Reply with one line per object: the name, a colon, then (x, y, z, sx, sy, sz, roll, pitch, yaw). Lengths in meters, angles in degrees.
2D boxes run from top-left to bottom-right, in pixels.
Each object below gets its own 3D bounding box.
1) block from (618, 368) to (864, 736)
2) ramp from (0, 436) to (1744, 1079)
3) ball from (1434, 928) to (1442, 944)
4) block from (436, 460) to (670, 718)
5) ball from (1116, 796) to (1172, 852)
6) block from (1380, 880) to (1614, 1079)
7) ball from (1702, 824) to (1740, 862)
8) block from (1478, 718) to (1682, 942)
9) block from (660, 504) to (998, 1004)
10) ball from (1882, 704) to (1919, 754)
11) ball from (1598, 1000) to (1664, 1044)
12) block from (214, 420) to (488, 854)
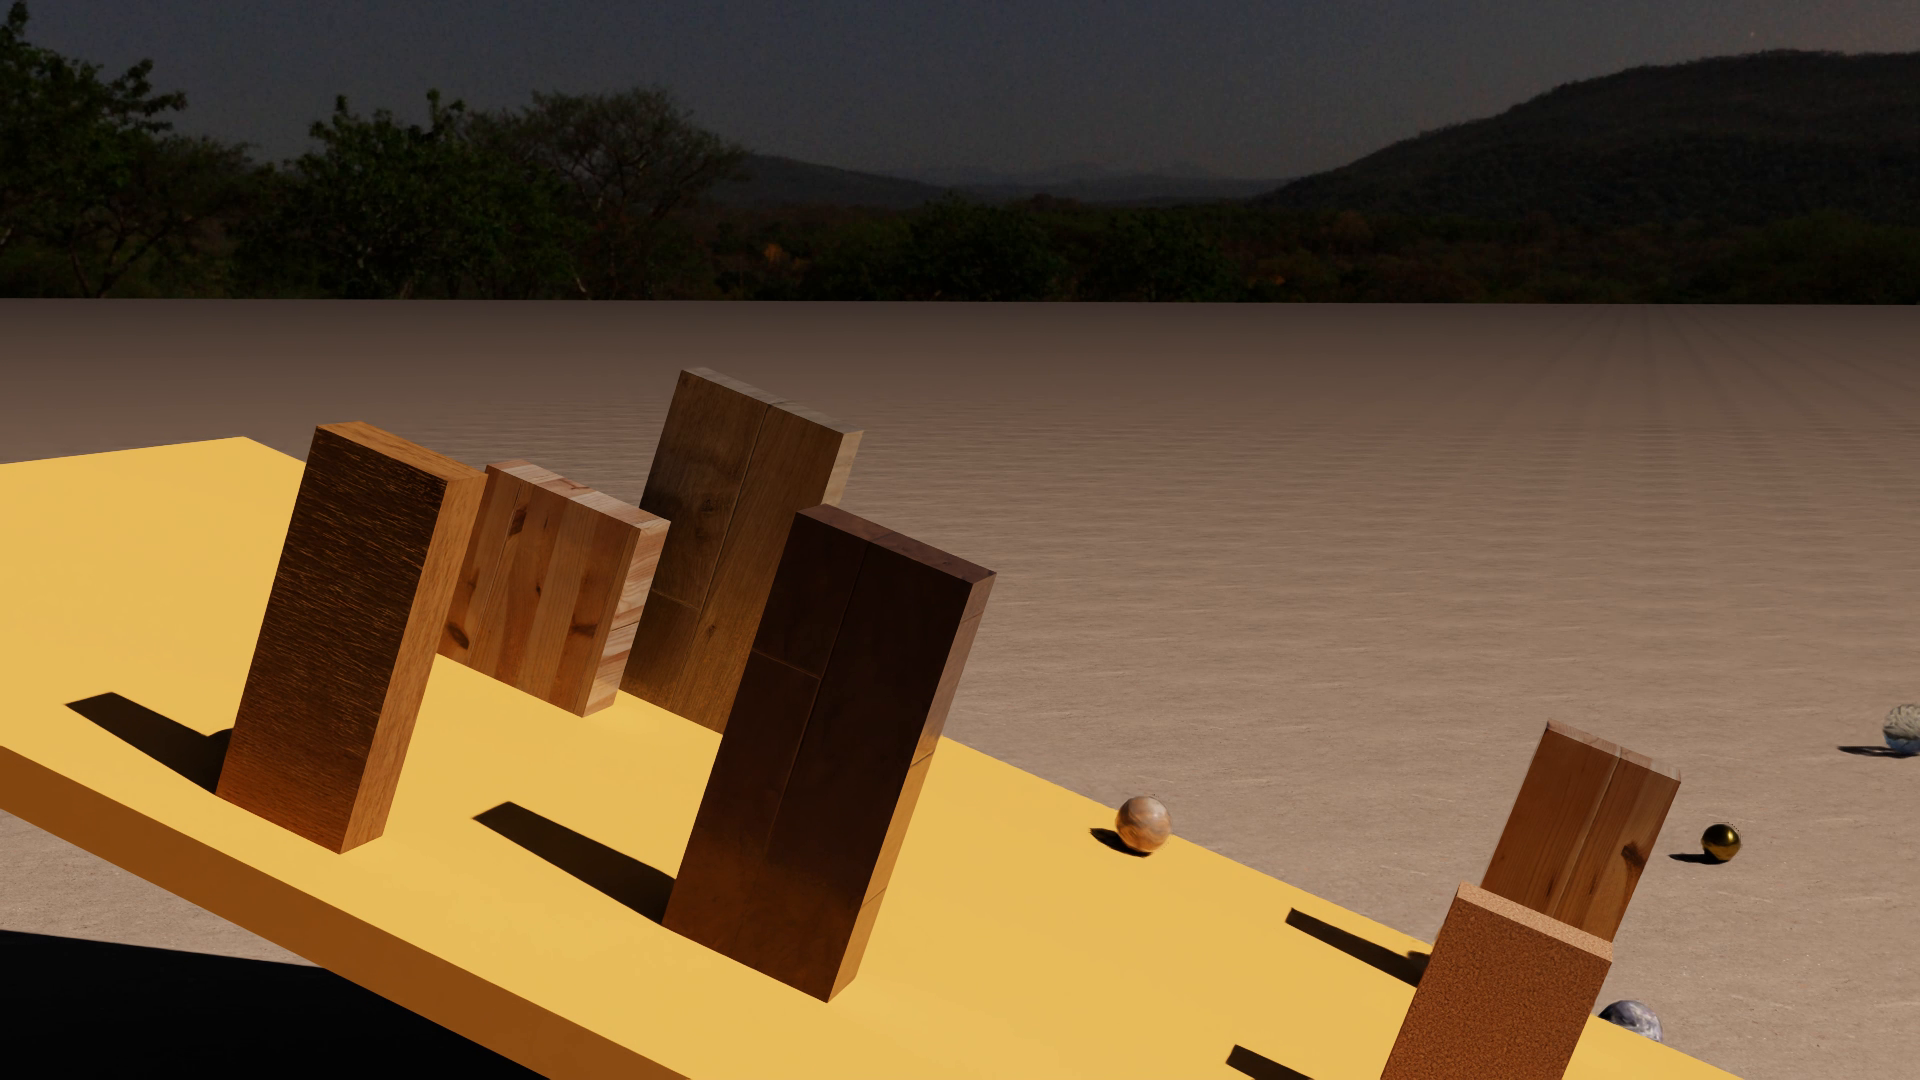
block: (-0.503, 0.030, 4.675, 0.381, 0.700, 0.121, 22, 12, 14)
ramp: (-0.339, 0.624, 4.214, 4.000, 0.100, 2.000, 22, 12, 14)
ball: (1.074, 0.874, 4.724, 0.113, 0.113, 0.113, 0, 7, 0)
block: (-0.845, 0.096, 4.541, 0.363, 0.416, 0.141, 22, 12, 14)
ball: (0.402, 0.622, 4.816, 0.123, 0.123, 0.123, 0, 7, 0)
block: (0.895, 0.853, 3.751, 0.269, 0.460, 0.106, 22, 12, 14)
ball: (2.404, 0.957, 6.951, 0.116, 0.116, 0.116, 0, 7, 0)
block: (1.225, 0.708, 4.516, 0.278, 0.616, 0.113, 22, 12, 14)
block: (-0.219, 0.347, 3.606, 0.312, 0.743, 0.135, 22, 12, 14)
ball: (3.669, 0.733, 8.499, 0.193, 0.193, 0.193, 0, 7, 0)
ball: (1.565, 1.155, 5.147, 0.154, 0.154, 0.154, 0, 7, 0)
block: (-0.980, 0.155, 3.536, 0.243, 0.642, 0.126, 22, 12, 14)
